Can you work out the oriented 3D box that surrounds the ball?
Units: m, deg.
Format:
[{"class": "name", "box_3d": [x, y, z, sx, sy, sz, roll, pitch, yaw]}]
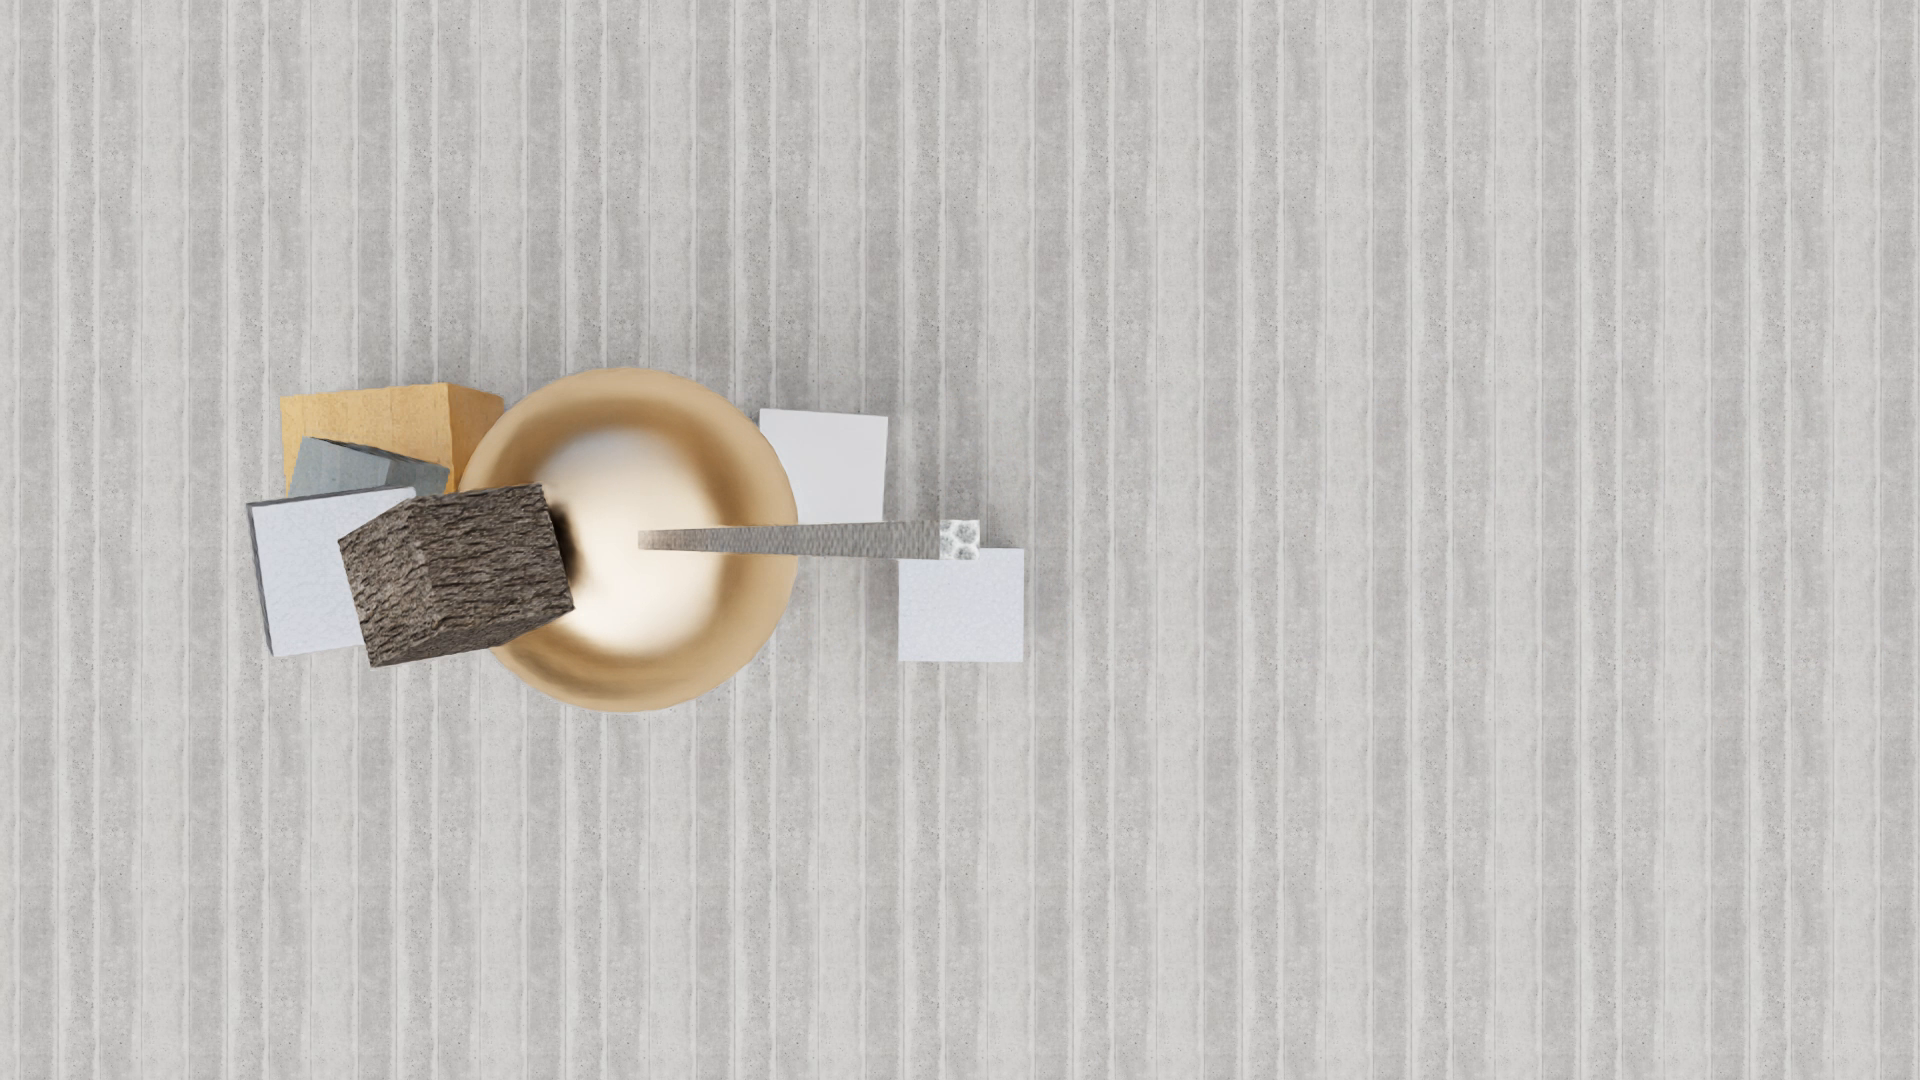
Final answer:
[{"class": "ball", "box_3d": [-1.539, 0.000, 10.151, 1.600, 1.600, 1.600, 0, 90, 0]}]

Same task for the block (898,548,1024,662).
[{"class": "block", "box_3d": [0.007, 0.362, 12.648, 0.697, 0.703, 0.636, 1, 90, 0]}]

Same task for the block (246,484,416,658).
[{"class": "block", "box_3d": [-2.925, 0.128, 10.348, 0.714, 0.772, 0.681, -8, 95, -19]}]

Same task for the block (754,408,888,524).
[{"class": "block", "box_3d": [-0.824, -0.365, 12.593, 0.713, 0.723, 0.695, 3, 90, -8]}]

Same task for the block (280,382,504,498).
[{"class": "block", "box_3d": [-3.176, -0.379, 12.469, 0.953, 0.936, 0.870, -4, 88, 6]}]

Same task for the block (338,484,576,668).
[{"class": "block", "box_3d": [-2.092, 0.146, 9.141, 0.577, 0.647, 0.556, -23, 80, 43]}]

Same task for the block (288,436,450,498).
[{"class": "block", "box_3d": [-3.163, -0.137, 11.647, 0.534, 0.614, 0.676, 15, 92, 16]}]

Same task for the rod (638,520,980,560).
[{"class": "rod", "box_3d": [-0.667, 0.000, 6.864, 0.080, 5.200, 0.080, 0, 90, -15]}]
